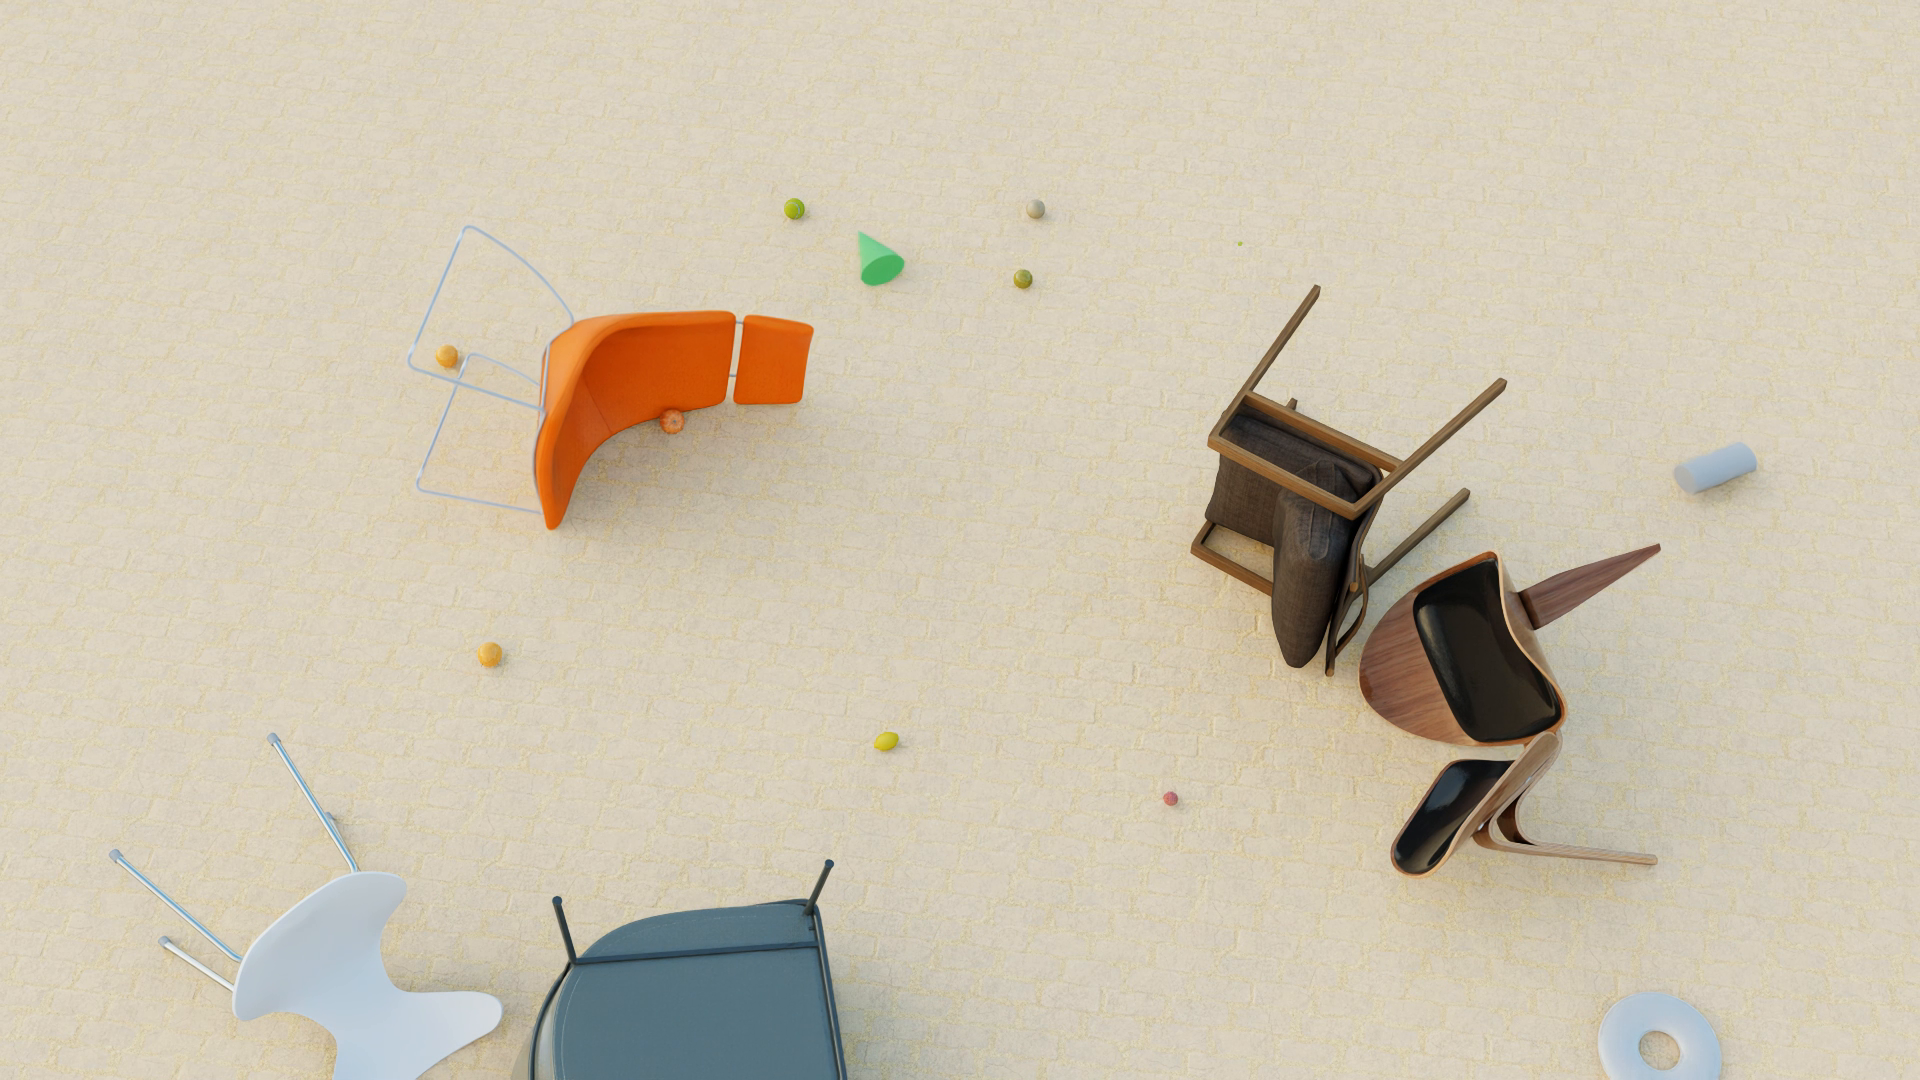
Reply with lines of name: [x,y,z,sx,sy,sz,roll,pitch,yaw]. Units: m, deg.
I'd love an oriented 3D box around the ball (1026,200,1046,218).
ball: [0.250,-1.094,7.269,0.064,0.064,0.064,0,56,0]

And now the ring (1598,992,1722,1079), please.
ring: [1.802,1.315,5.665,0.315,0.045,0.322,23,59,14]

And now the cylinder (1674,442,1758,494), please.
cylinder: [2.290,-0.217,6.666,0.219,0.085,0.109,-20,37,-13]

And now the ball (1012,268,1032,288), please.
ball: [0.203,-0.843,7.101,0.064,0.064,0.064,0,56,0]

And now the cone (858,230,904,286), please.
cone: [-0.293,-0.946,7.177,0.151,0.106,0.241,-24,46,-6]
